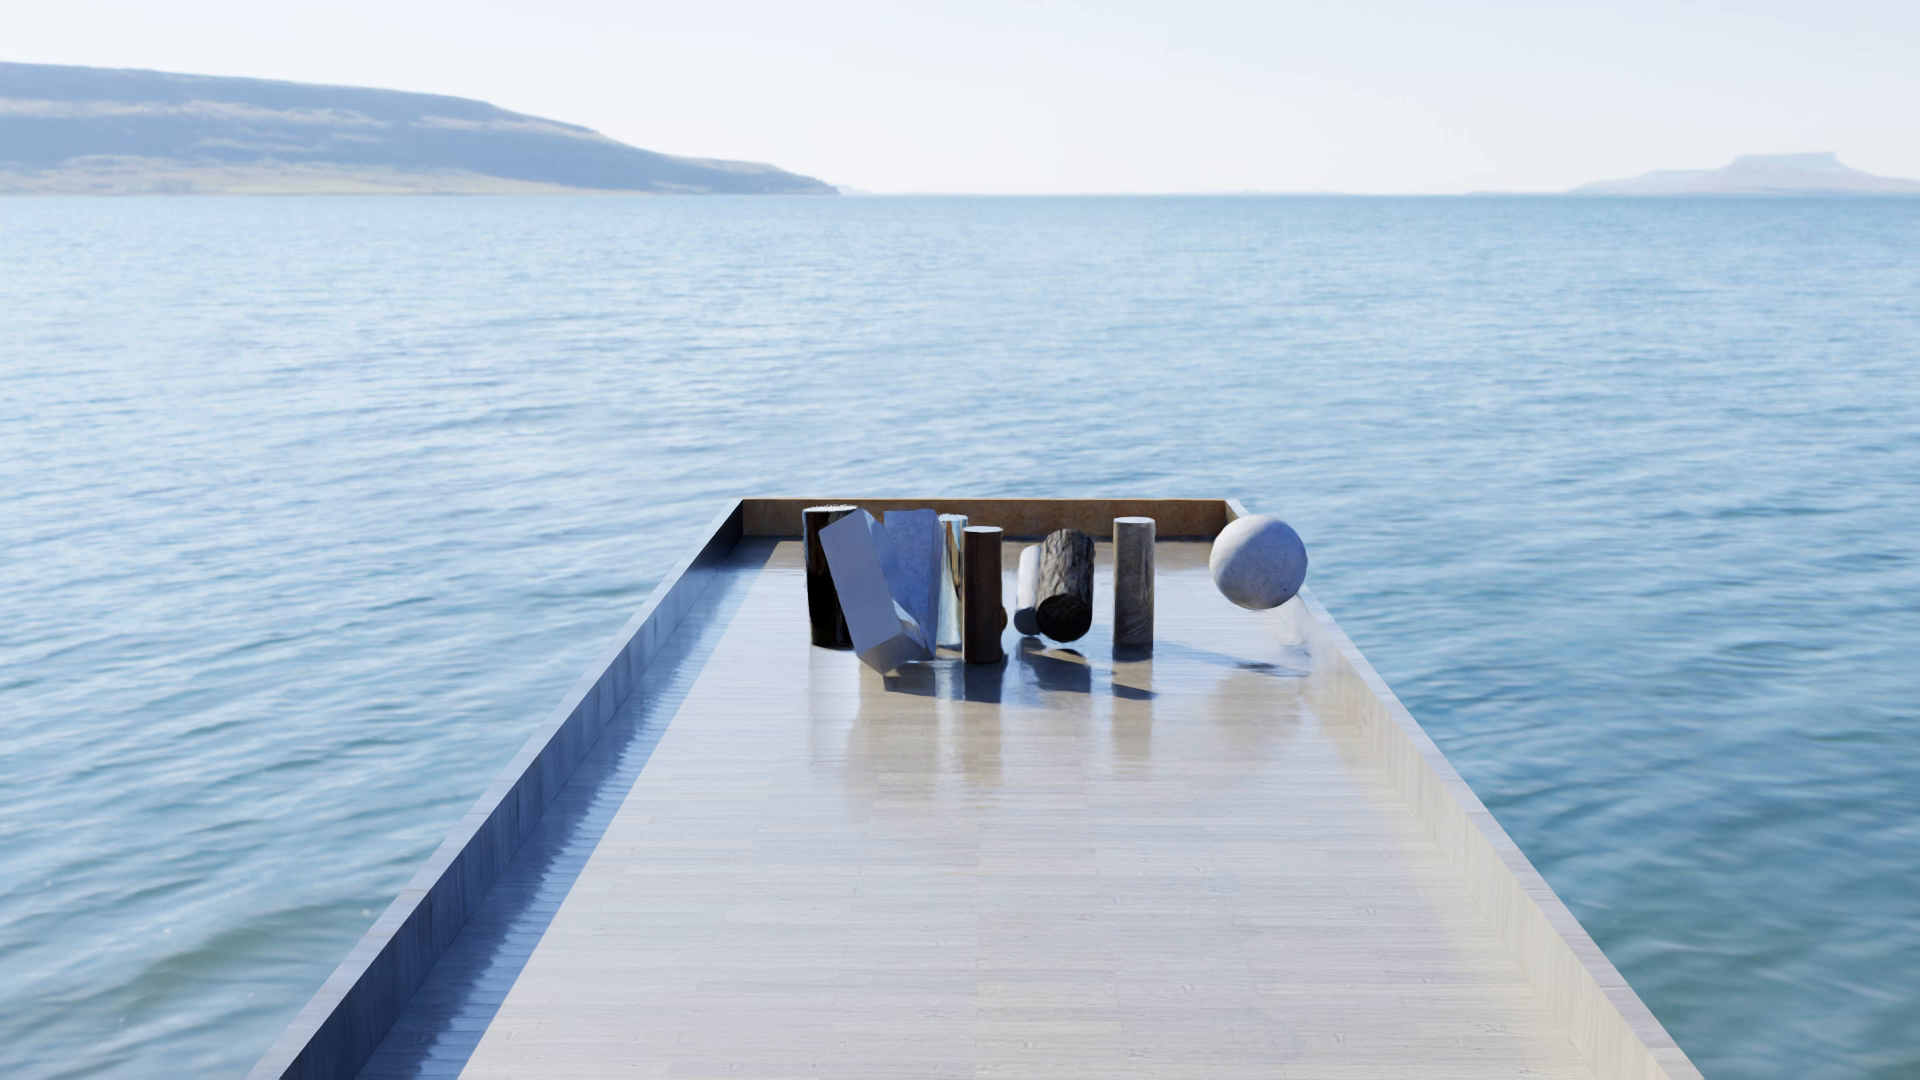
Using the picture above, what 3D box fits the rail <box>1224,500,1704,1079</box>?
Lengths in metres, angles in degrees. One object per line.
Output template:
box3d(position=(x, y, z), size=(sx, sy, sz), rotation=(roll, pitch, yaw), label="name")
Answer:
box3d(position=(1.046, 0.843, 3.208), size=(0.050, 0.150, 12.000), rotation=(0, 9, 1), label="rail")

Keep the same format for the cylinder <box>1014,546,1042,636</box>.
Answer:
box3d(position=(0.240, 0.164, 7.219), size=(0.107, 0.107, 0.415), rotation=(1, 28, 4), label="cylinder")

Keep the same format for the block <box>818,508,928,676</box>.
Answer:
box3d(position=(-0.262, 0.151, 6.530), size=(0.157, 0.459, 0.157), rotation=(-29, -34, 14), label="block")

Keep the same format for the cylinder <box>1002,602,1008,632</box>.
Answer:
box3d(position=(0.057, 0.162, 7.154), size=(0.130, 0.130, 0.404), rotation=(-2, 28, -10), label="cylinder")

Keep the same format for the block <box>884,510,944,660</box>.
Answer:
box3d(position=(-0.153, 0.137, 6.697), size=(0.155, 0.434, 0.155), rotation=(-1, -26, 11), label="block")

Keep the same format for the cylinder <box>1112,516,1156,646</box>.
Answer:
box3d(position=(0.548, 0.130, 6.939), size=(0.131, 0.391, 0.131), rotation=(0, 9, 0), label="cylinder")

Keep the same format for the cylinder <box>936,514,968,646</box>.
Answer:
box3d(position=(-0.053, 0.125, 6.946), size=(0.154, 0.398, 0.154), rotation=(0, 9, 0), label="cylinder")

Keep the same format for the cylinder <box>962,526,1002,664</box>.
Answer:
box3d(position=(0.067, 0.167, 6.667), size=(0.119, 0.404, 0.119), rotation=(0, 9, 0), label="cylinder")

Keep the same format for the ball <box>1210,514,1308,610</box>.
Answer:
box3d(position=(0.950, 0.072, 6.997), size=(0.307, 0.307, 0.307), rotation=(0, 9, 0), label="ball")

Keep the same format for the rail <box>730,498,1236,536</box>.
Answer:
box3d(position=(0.099, -0.098, 9.147), size=(2.100, 0.150, 0.050), rotation=(0, 9, 1), label="rail")

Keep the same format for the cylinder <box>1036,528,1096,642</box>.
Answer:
box3d(position=(0.341, 0.143, 7.067), size=(0.177, 0.177, 0.430), rotation=(1, 28, 4), label="cylinder")

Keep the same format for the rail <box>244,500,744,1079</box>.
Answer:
box3d(position=(-1.004, 0.839, 3.234), size=(0.050, 0.150, 12.000), rotation=(0, 9, 1), label="rail")

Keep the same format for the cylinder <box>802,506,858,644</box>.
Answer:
box3d(position=(-0.400, 0.109, 6.949), size=(0.173, 0.417, 0.173), rotation=(-3, 6, 0), label="cylinder")
